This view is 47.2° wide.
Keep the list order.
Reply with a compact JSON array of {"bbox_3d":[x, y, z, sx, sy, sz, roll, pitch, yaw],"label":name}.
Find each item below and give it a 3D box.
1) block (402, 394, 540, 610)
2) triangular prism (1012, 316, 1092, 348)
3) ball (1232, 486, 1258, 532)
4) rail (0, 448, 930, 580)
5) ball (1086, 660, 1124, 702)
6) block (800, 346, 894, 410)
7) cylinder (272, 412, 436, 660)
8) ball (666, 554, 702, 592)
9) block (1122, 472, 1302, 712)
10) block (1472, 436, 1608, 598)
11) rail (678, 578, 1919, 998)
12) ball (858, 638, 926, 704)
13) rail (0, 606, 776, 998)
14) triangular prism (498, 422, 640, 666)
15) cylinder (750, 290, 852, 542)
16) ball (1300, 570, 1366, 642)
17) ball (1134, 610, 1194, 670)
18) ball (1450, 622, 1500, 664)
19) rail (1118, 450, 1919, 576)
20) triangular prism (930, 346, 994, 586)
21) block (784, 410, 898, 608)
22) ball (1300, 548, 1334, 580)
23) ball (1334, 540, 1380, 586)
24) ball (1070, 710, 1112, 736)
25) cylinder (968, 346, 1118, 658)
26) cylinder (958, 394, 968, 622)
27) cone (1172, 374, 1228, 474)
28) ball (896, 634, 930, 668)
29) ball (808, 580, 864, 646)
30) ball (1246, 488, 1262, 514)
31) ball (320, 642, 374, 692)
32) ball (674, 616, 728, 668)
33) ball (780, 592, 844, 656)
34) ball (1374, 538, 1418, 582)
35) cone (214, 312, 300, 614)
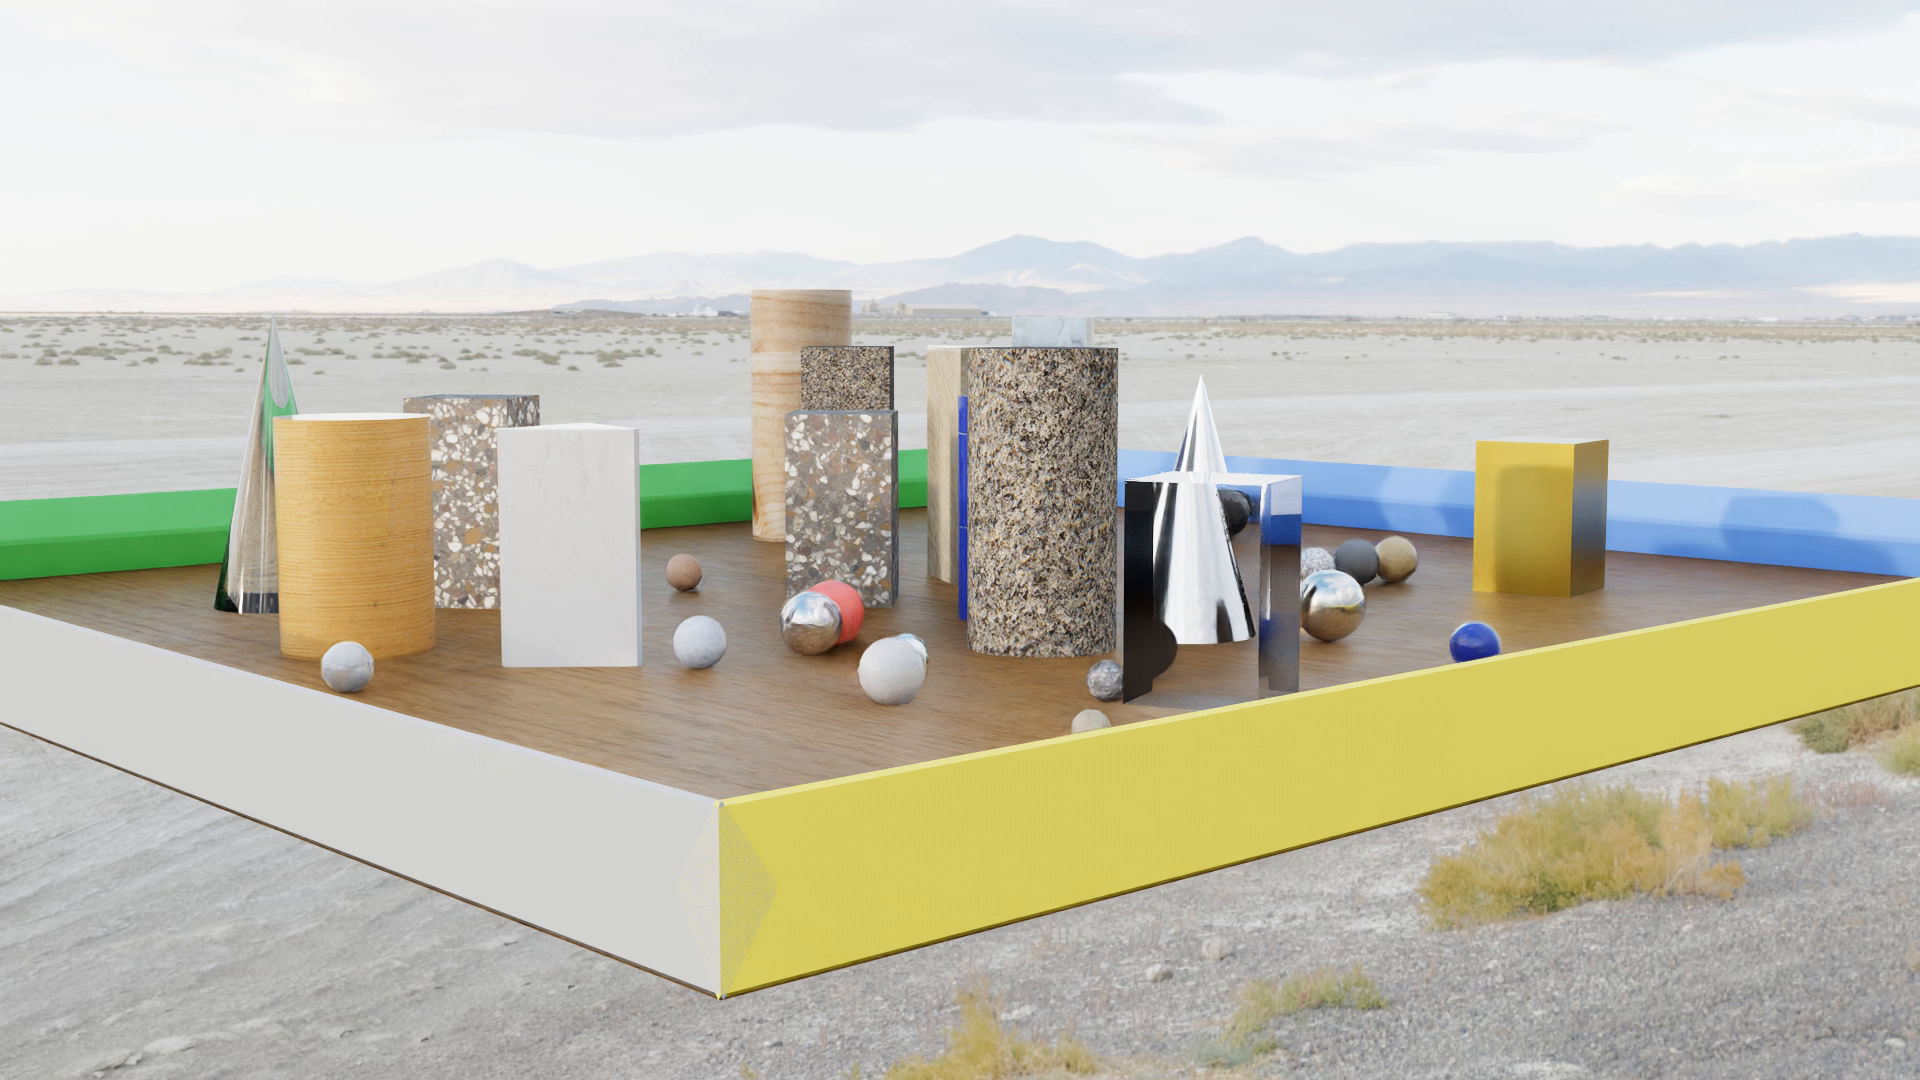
[{"bbox_3d":[-0.742,-0.062,3.365,0.159,0.315,0.159,1,6,7],"label":"block"},{"bbox_3d":[0.210,-0.205,4.169,0.172,0.433,0.149,4,7,35],"label":"triangular prism"},{"bbox_3d":[0.544,-0.059,4.377,0.099,0.099,0.099,0,6,0],"label":"ball"},{"bbox_3d":[-0.872,-0.064,4.272,2.838,0.129,0.045,-5,8,-42],"label":"rail"},{"bbox_3d":[0.168,0.161,2.516,0.048,0.048,0.048,0,6,0],"label":"ball"},{"bbox_3d":[-0.205,-0.166,4.053,0.159,0.379,0.159,0,6,1],"label":"block"},{"bbox_3d":[-0.793,-0.008,2.886,0.199,0.307,0.199,0,6,0],"label":"cylinder"},{"bbox_3d":[-0.440,0.052,3.503,0.059,0.059,0.059,0,6,0],"label":"ball"},{"bbox_3d":[0.291,0.056,2.523,0.159,0.255,0.159,3,7,25],"label":"block"},{"bbox_3d":[0.929,-0.040,3.518,0.159,0.240,0.159,4,7,35],"label":"block"},{"bbox_3d":[0.872,0.132,2.392,2.838,0.129,0.045,-5,8,-42],"label":"rail"},{"bbox_3d":[-0.077,0.149,2.495,0.076,0.076,0.076,0,6,0],"label":"ball"},{"bbox_3d":[-1.025,0.132,2.391,0.045,0.129,2.619,-5,8,-42],"label":"rail"},{"bbox_3d":[-0.490,0.003,2.822,0.172,0.298,0.149,0,6,-2],"label":"triangular prism"},{"bbox_3d":[-0.310,-0.246,4.313,0.199,0.485,0.199,0,6,0],"label":"cylinder"},{"bbox_3d":[0.499,0.088,2.970,0.097,0.097,0.097,0,6,0],"label":"ball"},{"bbox_3d":[0.254,0.124,2.734,0.075,0.075,0.075,0,6,0],"label":"ball"},{"bbox_3d":[0.639,0.132,2.728,0.061,0.061,0.061,0,6,0],"label":"ball"},{"bbox_3d":[1.025,-0.064,4.273,0.045,0.129,2.619,-5,8,-42],"label":"rail"},{"bbox_3d":[0.002,-0.130,3.671,0.149,0.386,0.172,6,8,44],"label":"triangular prism"},{"bbox_3d":[-0.179,-0.051,3.372,0.159,0.290,0.159,0,6,2],"label":"block"},{"bbox_3d":[0.576,0.044,3.565,0.062,0.062,0.062,0,6,0],"label":"ball"},{"bbox_3d":[0.644,0.037,3.573,0.075,0.075,0.075,0,6,0],"label":"ball"},{"bbox_3d":[0.133,0.193,2.236,0.042,0.042,0.042,0,6,0],"label":"ball"},{"bbox_3d":[0.109,-0.055,2.910,0.199,0.396,0.199,0,6,0],"label":"cylinder"},{"bbox_3d":[0.096,-0.048,3.199,0.199,0.322,0.199,0,6,0],"label":"cylinder"},{"bbox_3d":[0.337,-0.055,3.087,0.199,0.357,0.199,0,6,0],"label":"cone"},{"bbox_3d":[-0.064,0.140,2.685,0.053,0.053,0.053,0,6,0],"label":"ball"},{"bbox_3d":[-0.172,0.097,2.935,0.087,0.087,0.087,0,6,0],"label":"ball"},{"bbox_3d":[0.604,-0.074,4.661,0.071,0.071,0.071,0,6,0],"label":"ball"},{"bbox_3d":[-0.716,0.148,2.572,0.060,0.060,0.060,0,6,0],"label":"ball"},{"bbox_3d":[-0.324,0.127,2.744,0.067,0.067,0.067,0,6,0],"label":"ball"},{"bbox_3d":[-0.193,0.108,2.854,0.083,0.083,0.083,0,6,0],"label":"ball"},{"bbox_3d":[0.714,0.033,3.612,0.075,0.075,0.075,0,6,0],"label":"ball"},{"bbox_3d":[-1.031,-0.122,3.322,0.199,0.442,0.199,0,6,0],"label":"cone"}]
